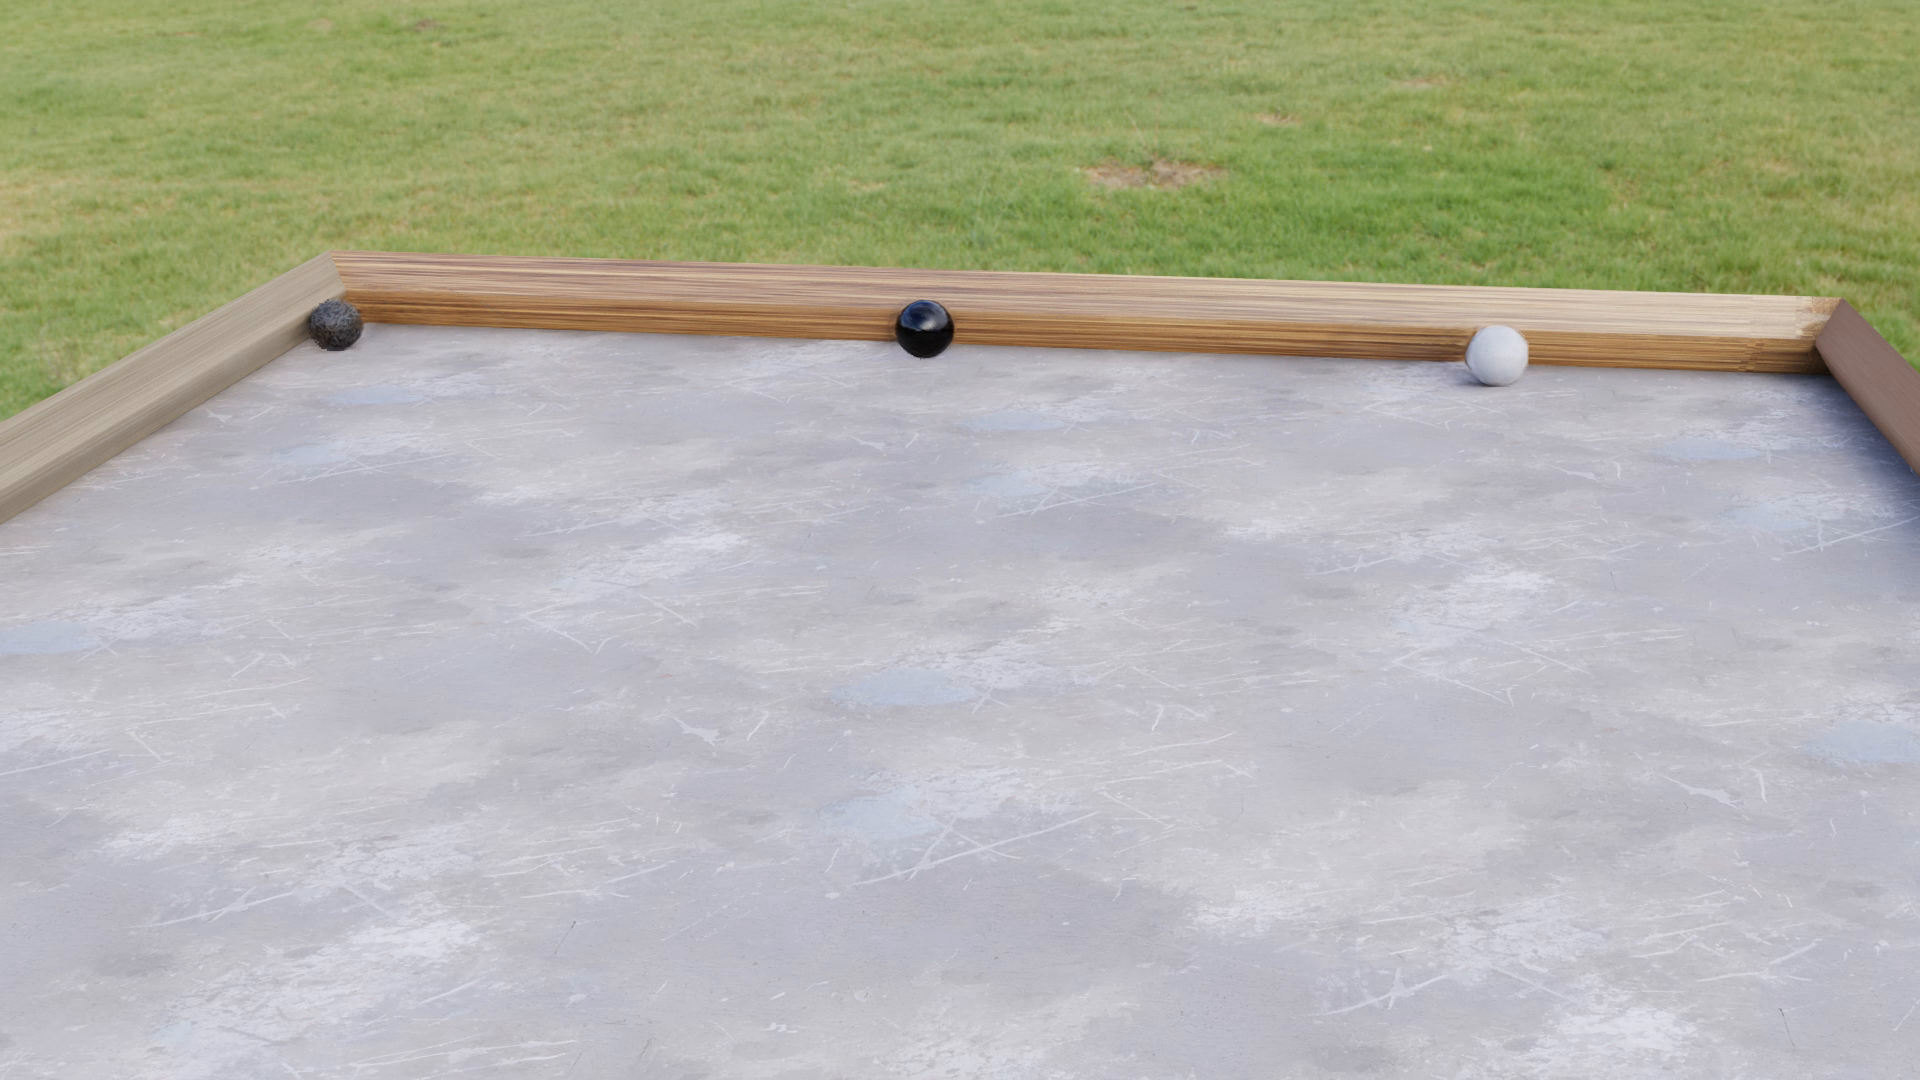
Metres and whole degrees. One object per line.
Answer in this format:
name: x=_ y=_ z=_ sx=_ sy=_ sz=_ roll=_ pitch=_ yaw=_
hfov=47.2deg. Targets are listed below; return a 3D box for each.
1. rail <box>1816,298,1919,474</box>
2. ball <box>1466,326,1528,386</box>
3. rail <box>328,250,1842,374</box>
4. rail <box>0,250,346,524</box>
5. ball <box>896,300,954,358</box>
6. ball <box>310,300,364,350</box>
rail: x=1.076 y=0.414 z=1.471 sx=0.045 sy=0.126 sz=4.401 roll=3 pitch=20 yaw=8
ball: x=0.847 y=-0.291 z=3.468 sx=0.096 sy=0.096 sz=0.096 roll=0 pitch=20 yaw=0
rail: x=0.150 y=-0.378 z=3.661 sx=2.530 sy=0.126 sz=0.045 roll=3 pitch=20 yaw=8
rail: x=-1.382 y=0.297 z=1.796 sx=0.045 sy=0.126 sz=4.401 roll=3 pitch=20 yaw=8
ball: x=-0.058 y=-0.348 z=3.625 sx=0.097 sy=0.097 sz=0.097 roll=0 pitch=20 yaw=0
ball: x=-1.042 y=-0.360 z=3.677 sx=0.084 sy=0.084 sz=0.084 roll=0 pitch=20 yaw=0
